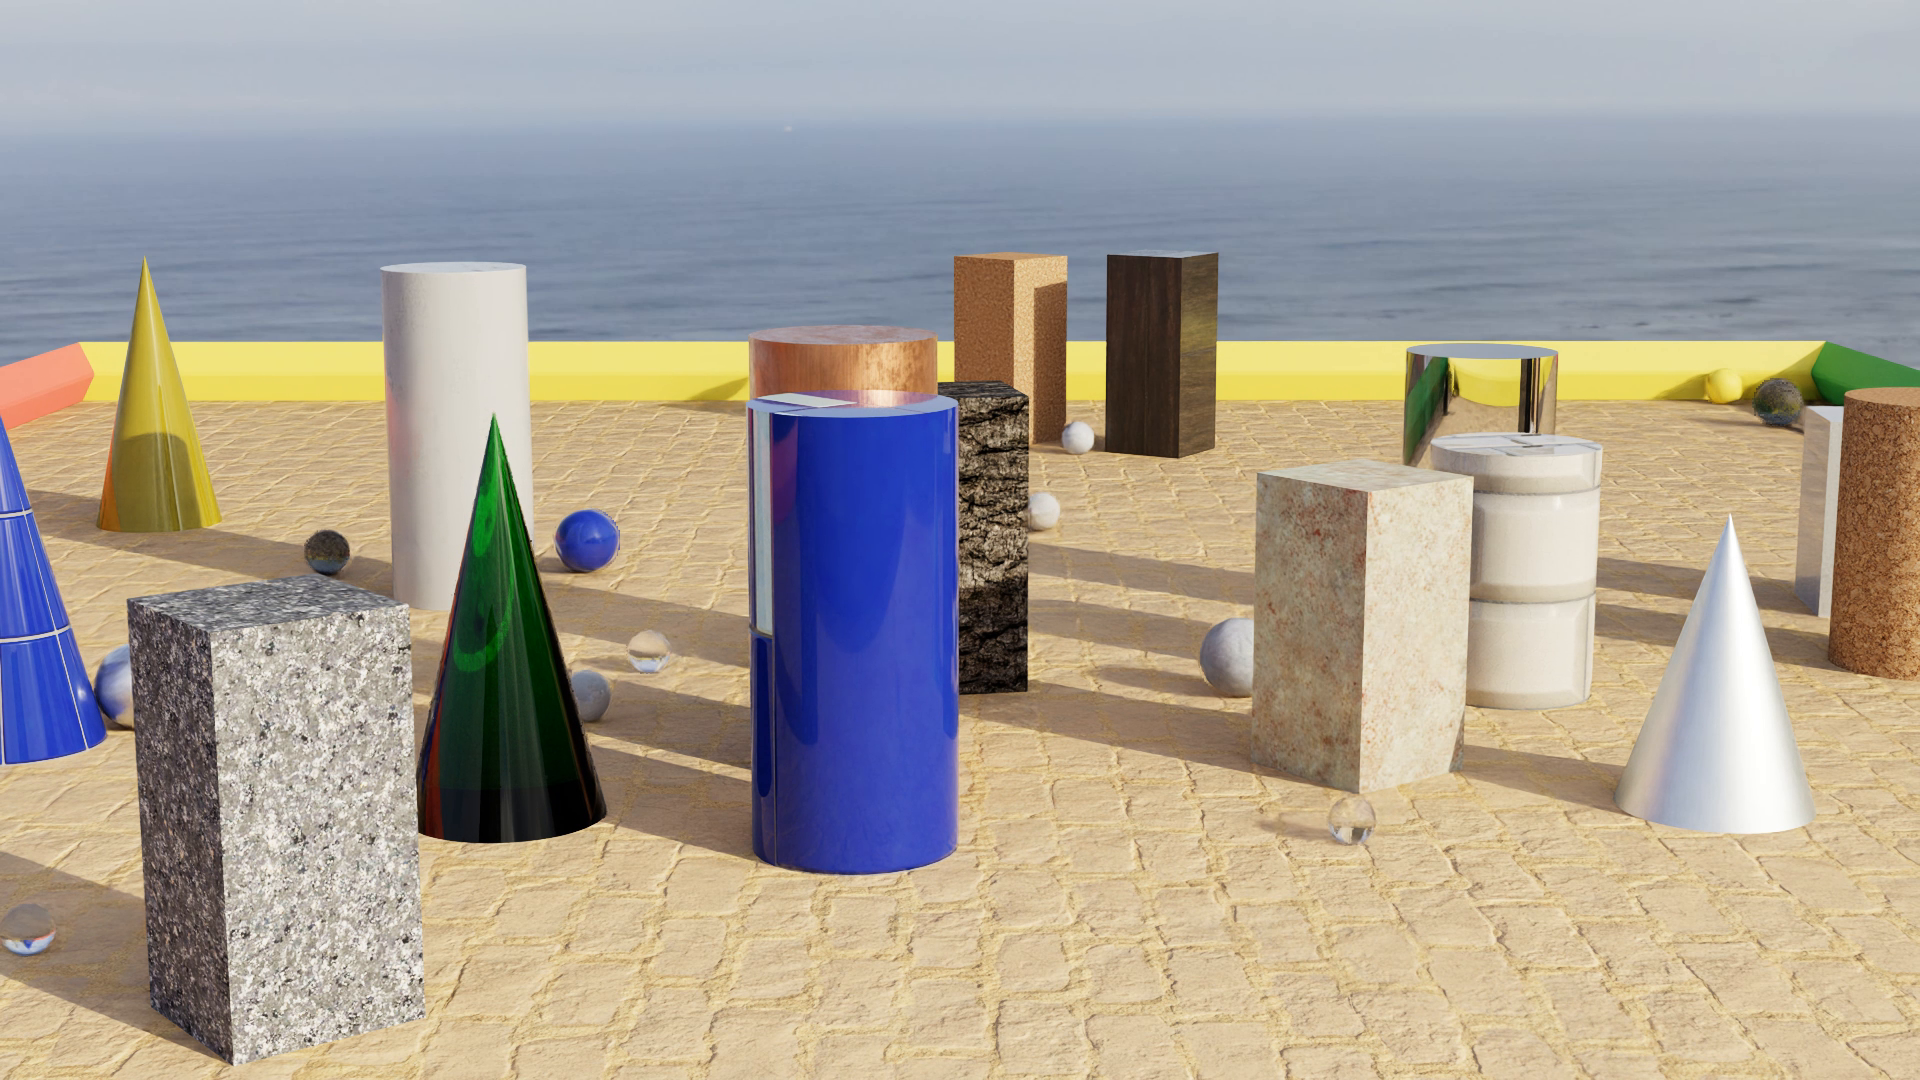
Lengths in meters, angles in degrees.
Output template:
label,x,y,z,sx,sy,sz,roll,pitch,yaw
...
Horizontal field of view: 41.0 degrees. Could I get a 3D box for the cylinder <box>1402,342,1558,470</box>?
label,x,y,z,sx,sy,sz,roll,pitch,yaw
cylinder,0.677,-0.069,3.361,0.195,0.360,0.195,0,11,0

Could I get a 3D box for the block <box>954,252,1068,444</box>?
label,x,y,z,sx,sy,sz,roll,pitch,yaw
block,0.098,-0.375,5.014,0.156,0.359,0.156,10,14,42

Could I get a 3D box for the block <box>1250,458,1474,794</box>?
label,x,y,z,sx,sy,sz,roll,pitch,yaw
block,0.417,0.085,2.670,0.156,0.310,0.156,-8,13,-37

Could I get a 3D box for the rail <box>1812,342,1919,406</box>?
label,x,y,z,sx,sy,sz,roll,pitch,yaw
rail,1.888,0.031,3.460,0.045,0.127,4.422,0,11,0

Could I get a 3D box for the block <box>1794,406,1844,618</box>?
label,x,y,z,sx,sy,sz,roll,pitch,yaw
block,1.231,-0.039,3.467,0.156,0.263,0.156,1,11,6

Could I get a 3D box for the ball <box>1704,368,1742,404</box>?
label,x,y,z,sx,sy,sz,roll,pitch,yaw
ball,1.655,-0.333,5.559,0.078,0.078,0.078,0,11,0

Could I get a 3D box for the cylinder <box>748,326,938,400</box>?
label,x,y,z,sx,sy,sz,roll,pitch,yaw
cylinder,-0.120,0.010,2.685,0.195,0.452,0.195,0,11,0

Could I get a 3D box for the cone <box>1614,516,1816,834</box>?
label,x,y,z,sx,sy,sz,roll,pitch,yaw
cone,0.751,0.119,2.529,0.195,0.295,0.195,0,11,0

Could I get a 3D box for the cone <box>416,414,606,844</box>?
label,x,y,z,sx,sy,sz,roll,pitch,yaw
cone,-0.446,0.073,2.488,0.195,0.401,0.195,0,11,0

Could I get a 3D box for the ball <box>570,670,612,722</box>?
label,x,y,z,sx,sy,sz,roll,pitch,yaw
ball,-0.420,0.175,2.879,0.058,0.058,0.058,0,11,0

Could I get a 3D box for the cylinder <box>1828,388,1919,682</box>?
label,x,y,z,sx,sy,sz,roll,pitch,yaw
cylinder,1.171,-0.010,3.128,0.195,0.330,0.195,0,11,0

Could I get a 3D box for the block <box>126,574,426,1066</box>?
label,x,y,z,sx,sy,sz,roll,pitch,yaw
block,-0.523,0.207,1.967,0.156,0.327,0.156,-8,13,-38

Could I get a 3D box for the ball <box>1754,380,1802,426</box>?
label,x,y,z,sx,sy,sz,roll,pitch,yaw
ball,1.667,-0.279,5.224,0.094,0.094,0.094,0,11,0

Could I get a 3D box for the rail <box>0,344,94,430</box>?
label,x,y,z,sx,sy,sz,roll,pitch,yaw
rail,-1.888,0.035,3.438,0.045,0.127,4.422,0,11,0

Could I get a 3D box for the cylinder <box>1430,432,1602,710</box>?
label,x,y,z,sx,sy,sz,roll,pitch,yaw
cylinder,0.644,0.033,2.997,0.195,0.293,0.195,0,11,0

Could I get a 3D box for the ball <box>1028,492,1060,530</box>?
label,x,y,z,sx,sy,sz,roll,pitch,yaw
ball,0.128,-0.045,4.056,0.060,0.060,0.060,0,11,0

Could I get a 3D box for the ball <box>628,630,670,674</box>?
label,x,y,z,sx,sy,sz,roll,pitch,yaw
ball,-0.376,0.135,3.107,0.052,0.052,0.052,0,11,0

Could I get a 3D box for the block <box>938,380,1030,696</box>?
label,x,y,z,sx,sy,sz,roll,pitch,yaw
block,-0.012,-0.004,3.044,0.156,0.349,0.156,-2,11,-11

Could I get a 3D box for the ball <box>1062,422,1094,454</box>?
label,x,y,z,sx,sy,sz,roll,pitch,yaw
ball,0.223,-0.193,4.845,0.063,0.063,0.063,0,11,0

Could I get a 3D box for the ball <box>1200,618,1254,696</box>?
label,x,y,z,sx,sy,sz,roll,pitch,yaw
ball,0.326,0.136,2.990,0.092,0.092,0.092,0,11,0

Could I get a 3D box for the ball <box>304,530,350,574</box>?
label,x,y,z,sx,sy,sz,roll,pitch,yaw
ball,-0.914,0.017,3.709,0.064,0.064,0.064,0,11,0

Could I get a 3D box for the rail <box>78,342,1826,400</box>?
label,x,y,z,sx,sy,sz,roll,pitch,yaw
rail,-0.013,-0.367,5.600,3.824,0.127,0.045,0,11,0

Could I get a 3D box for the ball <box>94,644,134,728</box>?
label,x,y,z,sx,sy,sz,roll,pitch,yaw
ball,-0.911,0.161,2.848,0.095,0.095,0.095,0,11,0

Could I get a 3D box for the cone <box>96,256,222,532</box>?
label,x,y,z,sx,sy,sz,roll,pitch,yaw
cone,-1.289,-0.240,4.094,0.195,0.429,0.195,0,11,0

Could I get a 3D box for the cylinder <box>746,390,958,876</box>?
label,x,y,z,sx,sy,sz,roll,pitch,yaw
cylinder,-0.099,0.081,2.387,0.195,0.420,0.195,0,11,0

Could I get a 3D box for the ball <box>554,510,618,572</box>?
label,x,y,z,sx,sy,sz,roll,pitch,yaw
ball,-0.543,0.001,3.722,0.091,0.091,0.091,0,11,0

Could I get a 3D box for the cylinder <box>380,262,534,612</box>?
label,x,y,z,sx,sy,sz,roll,pitch,yaw
cylinder,-0.686,-0.145,3.514,0.195,0.455,0.195,0,11,0

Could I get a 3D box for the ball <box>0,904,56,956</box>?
label,x,y,z,sx,sy,sz,roll,pitch,yaw
ball,-0.771,0.322,2.123,0.043,0.043,0.043,0,11,0

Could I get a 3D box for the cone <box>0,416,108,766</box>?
label,x,y,z,sx,sy,sz,roll,pitch,yaw
cone,-1.028,0.024,2.751,0.195,0.399,0.195,0,11,0

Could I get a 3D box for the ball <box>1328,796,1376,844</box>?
label,x,y,z,sx,sy,sz,roll,pitch,yaw
ball,0.371,0.265,2.425,0.046,0.046,0.046,0,11,0

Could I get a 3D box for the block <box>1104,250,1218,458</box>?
label,x,y,z,sx,sy,sz,roll,pitch,yaw
block,0.383,-0.356,4.867,0.156,0.375,0.156,6,12,31
